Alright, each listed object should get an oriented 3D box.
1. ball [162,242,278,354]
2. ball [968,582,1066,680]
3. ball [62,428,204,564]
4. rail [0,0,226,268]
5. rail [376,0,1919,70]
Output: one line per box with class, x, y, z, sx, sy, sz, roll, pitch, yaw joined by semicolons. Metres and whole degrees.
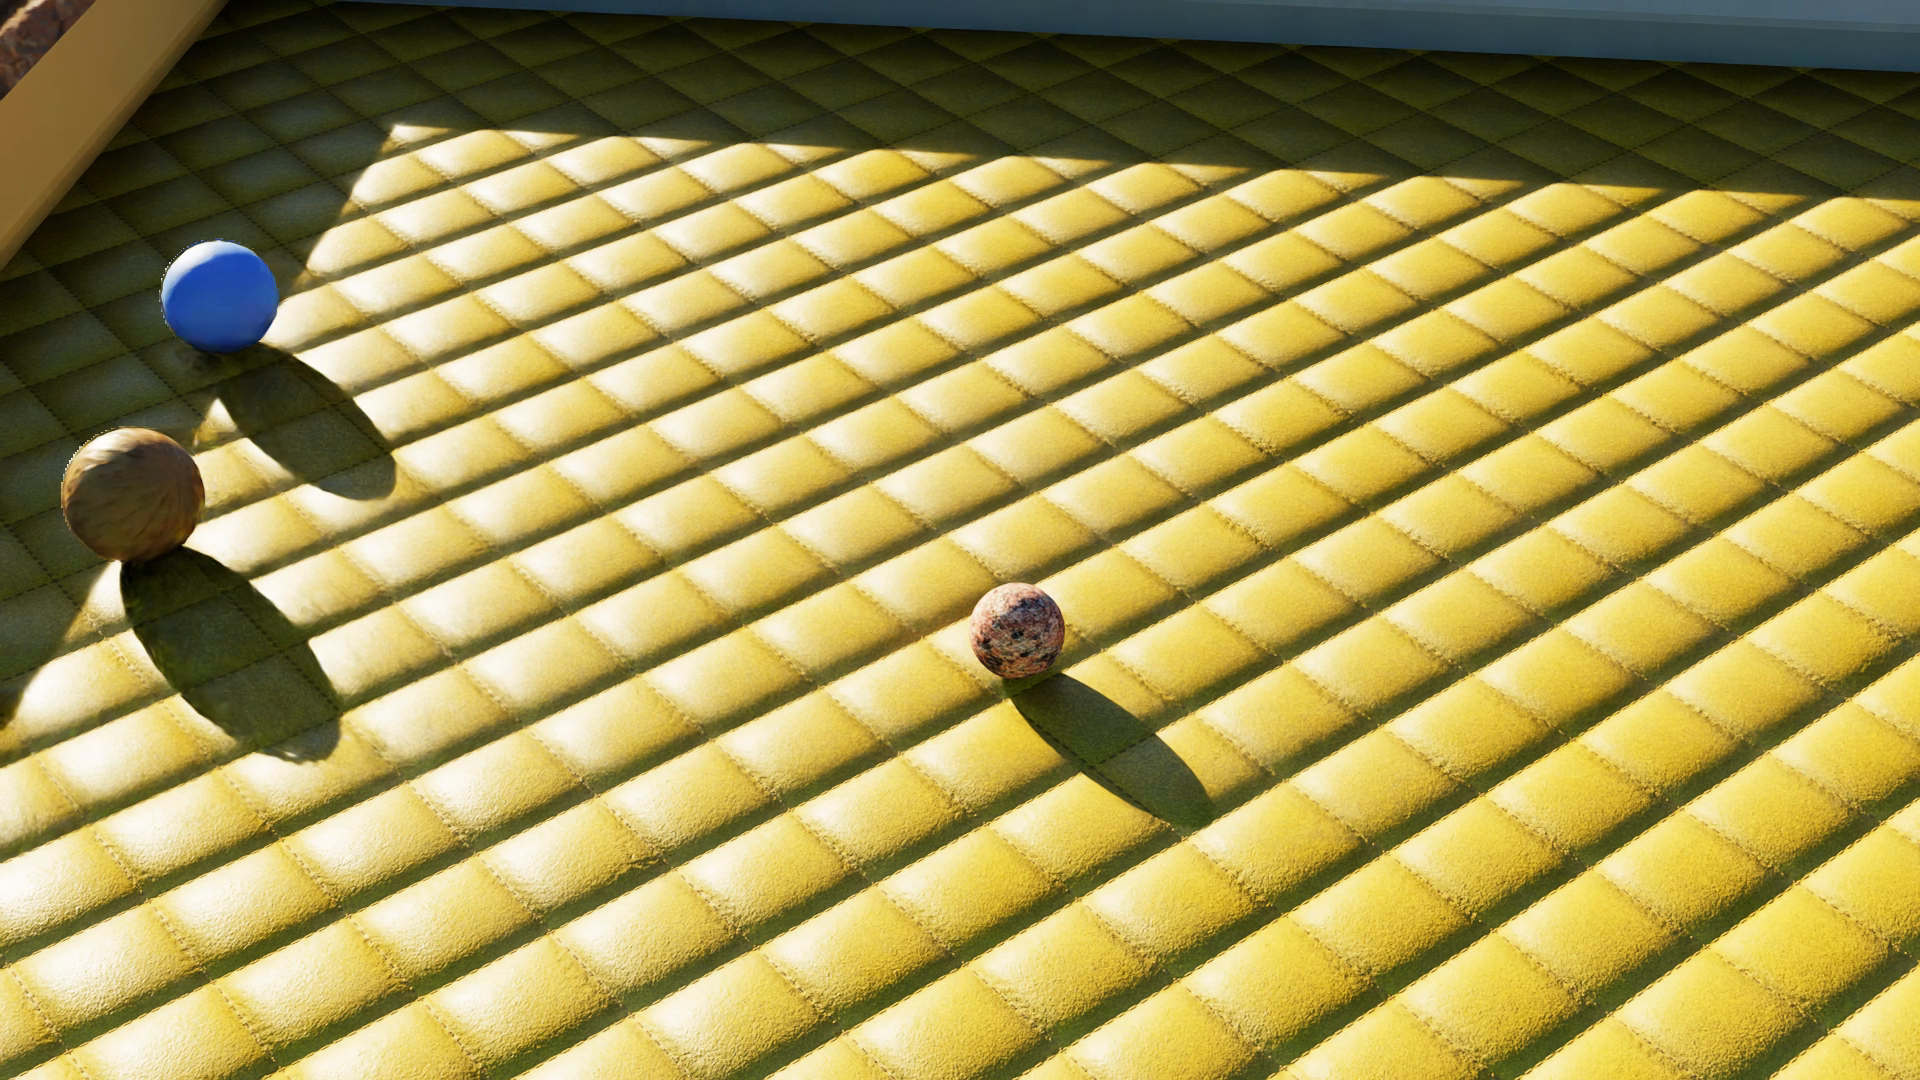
ball;-0.597;-0.196;2.072;0.091;0.091;0.091;0;35;0
ball;0.038;0.061;1.730;0.065;0.065;0.065;0;35;0
ball;-0.590;-0.032;1.835;0.097;0.097;0.097;0;35;0
rail;-0.841;-0.078;1.873;0.045;0.126;1.896;4;35;5
rail;0.964;-0.500;2.471;3.477;0.126;0.045;4;35;5
